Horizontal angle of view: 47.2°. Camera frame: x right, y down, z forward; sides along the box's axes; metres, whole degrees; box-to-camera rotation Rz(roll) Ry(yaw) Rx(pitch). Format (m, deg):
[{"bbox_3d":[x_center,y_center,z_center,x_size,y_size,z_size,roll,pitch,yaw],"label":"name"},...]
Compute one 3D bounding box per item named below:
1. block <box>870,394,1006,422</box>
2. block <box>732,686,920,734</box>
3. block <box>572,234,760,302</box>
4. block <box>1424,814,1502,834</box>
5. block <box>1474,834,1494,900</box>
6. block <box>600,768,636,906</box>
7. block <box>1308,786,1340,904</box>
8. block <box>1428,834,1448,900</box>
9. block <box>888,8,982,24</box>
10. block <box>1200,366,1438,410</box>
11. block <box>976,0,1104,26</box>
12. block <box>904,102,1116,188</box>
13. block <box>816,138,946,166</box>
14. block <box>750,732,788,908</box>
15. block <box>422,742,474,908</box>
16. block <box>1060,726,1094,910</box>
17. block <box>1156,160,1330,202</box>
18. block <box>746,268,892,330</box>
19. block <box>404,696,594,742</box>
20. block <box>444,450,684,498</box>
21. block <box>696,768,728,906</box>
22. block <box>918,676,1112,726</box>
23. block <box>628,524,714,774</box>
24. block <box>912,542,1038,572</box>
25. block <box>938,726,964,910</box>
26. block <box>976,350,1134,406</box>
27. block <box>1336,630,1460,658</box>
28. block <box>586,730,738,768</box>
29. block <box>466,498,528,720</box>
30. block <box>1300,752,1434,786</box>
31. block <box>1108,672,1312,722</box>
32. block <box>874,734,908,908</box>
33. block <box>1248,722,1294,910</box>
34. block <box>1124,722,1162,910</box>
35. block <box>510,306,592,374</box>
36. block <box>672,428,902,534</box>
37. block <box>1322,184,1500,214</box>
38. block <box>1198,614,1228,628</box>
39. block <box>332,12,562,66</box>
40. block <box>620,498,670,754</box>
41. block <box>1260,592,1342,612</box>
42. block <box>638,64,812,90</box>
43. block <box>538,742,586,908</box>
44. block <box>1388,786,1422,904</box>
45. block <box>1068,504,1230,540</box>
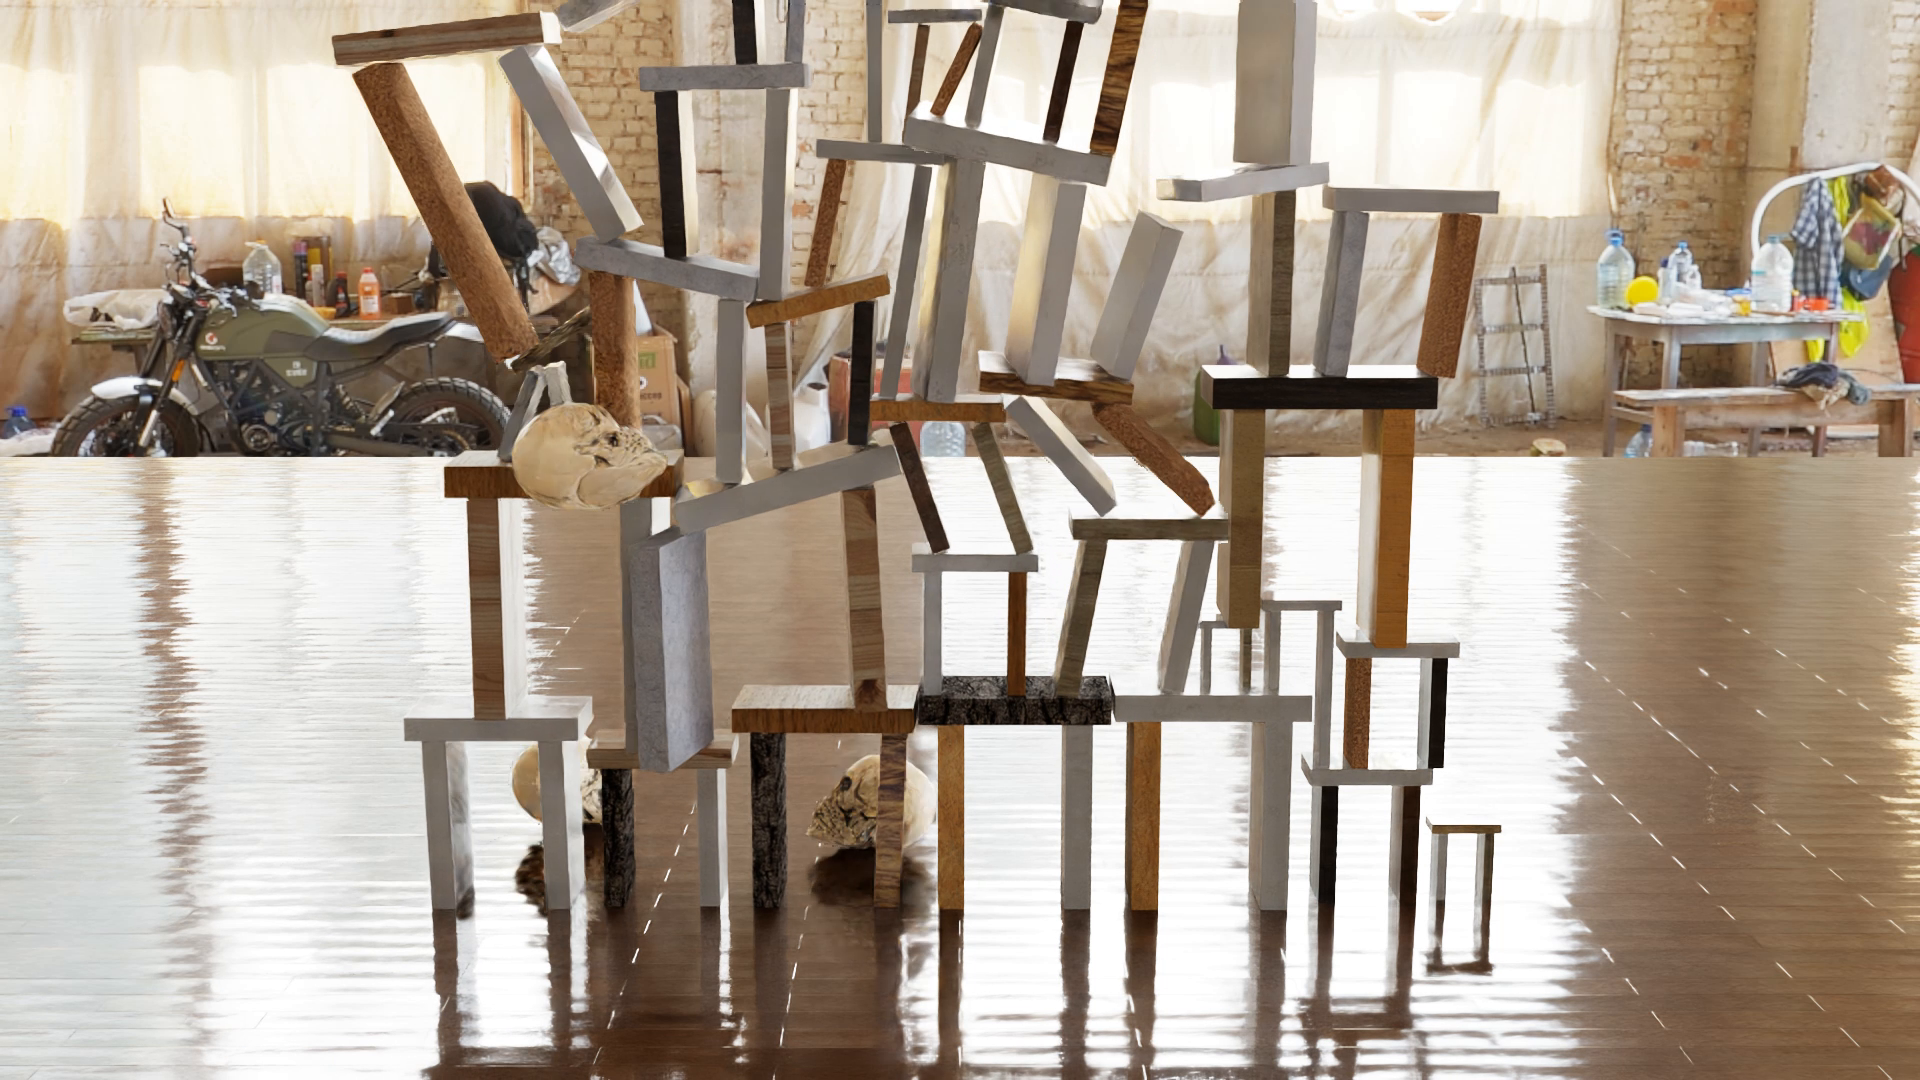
[{"bbox_3d":[-0.034,-0.212,3.516,0.216,0.031,0.108,1,11,2],"label":"block"},{"bbox_3d":[-0.219,0.278,3.618,0.294,0.042,0.147,0,11,3],"label":"block"},{"bbox_3d":[-0.455,-0.431,3.477,0.285,0.040,0.143,12,12,0],"label":"block"},{"bbox_3d":[0.834,0.470,3.644,0.114,0.016,0.057,0,11,0],"label":"block"},{"bbox_3d":[0.872,0.534,3.656,0.016,0.114,0.057,0,11,0],"label":"block"},{"bbox_3d":[-0.566,0.475,3.645,0.033,0.234,0.117,0,10,0],"label":"block"},{"bbox_3d":[0.604,0.491,3.655,0.028,0.201,0.100,0,11,0],"label":"block"},{"bbox_3d":[0.796,0.534,3.656,0.016,0.114,0.057,0,11,0],"label":"block"},{"bbox_3d":[-0.038,-0.799,3.352,0.070,0.020,0.139,-11,16,-40],"label":"block"},{"bbox_3d":[0.570,-0.245,3.516,0.351,0.050,0.175,0,11,0],"label":"block"},{"bbox_3d":[0.119,-0.799,3.255,0.179,0.025,0.090,13,23,4],"label":"block"},{"bbox_3d":[0.080,-0.602,3.334,0.310,0.044,0.155,12,21,3],"label":"block"},{"bbox_3d":[-0.126,-0.608,3.440,0.199,0.028,0.099,3,12,-5],"label":"block"},{"bbox_3d":[-0.316,0.444,3.648,0.042,0.294,0.147,0,11,1],"label":"block"},{"bbox_3d":[-0.847,0.451,3.641,0.040,0.282,0.141,-1,10,0],"label":"block"},{"bbox_3d":[0.193,0.437,3.644,0.044,0.310,0.155,0,11,0],"label":"block"},{"bbox_3d":[0.438,-0.557,3.405,0.242,0.034,0.121,-13,16,-27],"label":"block"},{"bbox_3d":[-0.223,-0.382,3.481,0.225,0.032,0.112,-14,11,2],"label":"block"},{"bbox_3d":[-0.755,0.293,3.611,0.282,0.040,0.141,0,10,0],"label":"block"},{"bbox_3d":[-0.633,-0.107,3.545,0.360,0.051,0.180,0,10,-2],"label":"block"},{"bbox_3d":[-0.410,0.475,3.646,0.033,0.234,0.117,0,11,0],"label":"block"},{"bbox_3d":[0.089,0.263,3.611,0.311,0.044,0.155,0,11,0],"label":"block"},{"bbox_3d":[-0.456,0.169,3.490,0.051,0.359,0.180,3,12,16],"label":"block"},{"bbox_3d":[0.024,0.028,3.560,0.203,0.029,0.102,0,11,0],"label":"block"},{"bbox_3d":[-0.014,0.437,3.644,0.044,0.310,0.155,0,11,0],"label":"block"},{"bbox_3d":[0.148,-0.255,3.454,0.238,0.034,0.119,5,20,-3],"label":"block"},{"bbox_3d":[0.714,0.169,3.592,0.185,0.026,0.093,0,11,0],"label":"block"},{"bbox_3d":[-0.488,0.344,3.621,0.234,0.033,0.117,0,11,0],"label":"block"},{"bbox_3d":[-0.752,0.096,3.575,0.051,0.360,0.180,0,10,0],"label":"block"},{"bbox_3d":[0.671,0.378,3.634,0.201,0.028,0.100,0,11,0],"label":"block"},{"bbox_3d":[0.408,0.256,3.608,0.317,0.045,0.158,0,11,0],"label":"block"},{"bbox_3d":[-0.114,0.444,3.647,0.042,0.294,0.147,3,11,-1],"label":"block"},{"bbox_3d":[0.513,0.434,3.641,0.045,0.317,0.158,0,11,0],"label":"block"},{"bbox_3d":[0.302,0.434,3.641,0.045,0.317,0.158,0,11,0],"label":"block"},{"bbox_3d":[-0.644,-0.320,3.502,0.150,0.021,0.075,-34,11,9],"label":"block"},{"bbox_3d":[-0.276,-0.096,3.533,0.359,0.051,0.180,-15,12,0],"label":"block"},{"bbox_3d":[0.705,-0.535,3.455,0.254,0.036,0.127,1,11,0],"label":"block"},{"bbox_3d":[0.434,0.133,3.581,0.097,0.014,0.049,0,11,0],"label":"block"},{"bbox_3d":[-0.791,-0.775,3.405,0.319,0.045,0.159,-6,12,0],"label":"block"},{"bbox_3d":[-0.509,0.123,3.582,0.051,0.414,0.180,0,10,1],"label":"block"},{"bbox_3d":[0.552,0.100,3.574,0.129,0.018,0.064,0,11,0],"label":"block"},{"bbox_3d":[-0.362,-0.718,3.412,0.253,0.036,0.126,-1,12,2],"label":"block"},{"bbox_3d":[-0.659,0.451,3.641,0.040,0.282,0.141,-1,10,0],"label":"block"},{"bbox_3d":[0.738,0.491,3.655,0.028,0.201,0.100,0,11,0],"label":"block"},{"bbox_3d":[0.303,-0.029,3.538,0.250,0.035,0.125,0,12,0],"label":"block"}]
